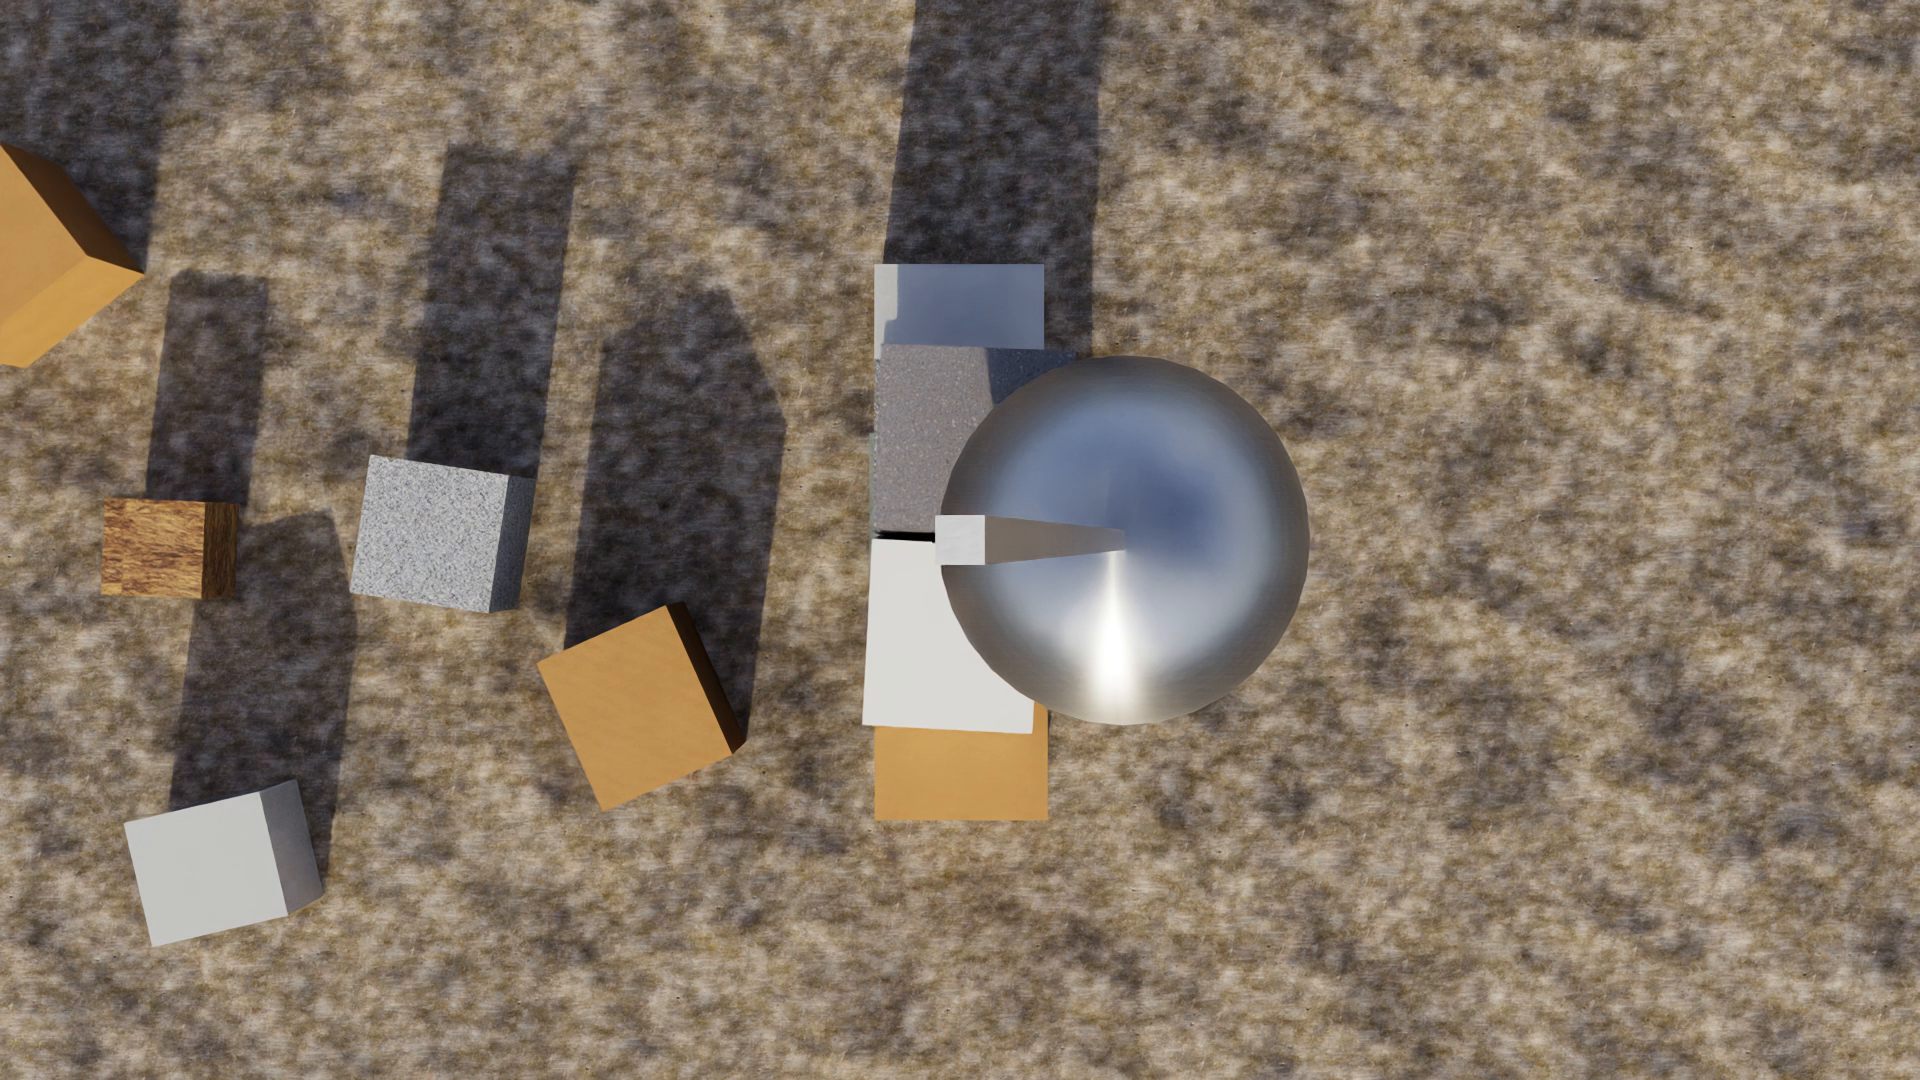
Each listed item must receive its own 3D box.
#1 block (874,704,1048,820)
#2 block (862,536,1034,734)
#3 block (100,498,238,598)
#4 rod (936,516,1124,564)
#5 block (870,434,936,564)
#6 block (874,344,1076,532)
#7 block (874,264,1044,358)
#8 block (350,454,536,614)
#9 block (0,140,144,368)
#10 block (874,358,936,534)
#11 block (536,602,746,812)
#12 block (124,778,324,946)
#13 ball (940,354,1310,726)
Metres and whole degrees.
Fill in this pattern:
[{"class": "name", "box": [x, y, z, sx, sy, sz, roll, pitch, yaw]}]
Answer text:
[{"class": "block", "box": [0.006, 1.045, 12.478, 0.940, 1.043, 0.957, 0, 90, 0]}, {"class": "block", "box": [-0.038, 0.473, 11.408, 0.846, 0.926, 0.928, 3, 91, 0]}, {"class": "block", "box": [-4.558, 0.047, 12.710, 0.567, 0.579, 0.549, 2, 90, 0]}, {"class": "rod", "box": [0.305, 0.000, 6.118, 0.080, 5.200, 0.080, 0, 90, 7]}, {"class": "block", "box": [-0.004, -0.011, 12.436, 0.972, 1.128, 1.135, 0, 90, 0]}, {"class": "block", "box": [0.069, -0.467, 10.635, 0.908, 0.731, 0.871, 2, 90, 0]}, {"class": "block", "box": [-0.004, -1.056, 12.575, 0.936, 0.851, 0.936, 0, 90, 0]}, {"class": "block", "box": [-2.941, -0.034, 12.593, 0.777, 0.814, 0.774, 9, 90, 0]}, {"class": "block", "box": [-5.425, -1.617, 12.568, 0.896, 0.863, 0.827, -38, 90, 0]}, {"class": "block", "box": [-0.011, -0.468, 11.436, 0.837, 0.872, 0.874, 0, 90, 0]}, {"class": "block", "box": [-1.806, 0.935, 12.595, 0.786, 0.809, 0.906, -24, 90, 0]}, {"class": "block", "box": [-4.221, 1.843, 12.654, 0.779, 0.692, 0.713, -13, 90, 0]}, {"class": "ball", "box": [0.703, 0.000, 9.494, 1.600, 1.600, 1.600, 0, 90, 0]}]
